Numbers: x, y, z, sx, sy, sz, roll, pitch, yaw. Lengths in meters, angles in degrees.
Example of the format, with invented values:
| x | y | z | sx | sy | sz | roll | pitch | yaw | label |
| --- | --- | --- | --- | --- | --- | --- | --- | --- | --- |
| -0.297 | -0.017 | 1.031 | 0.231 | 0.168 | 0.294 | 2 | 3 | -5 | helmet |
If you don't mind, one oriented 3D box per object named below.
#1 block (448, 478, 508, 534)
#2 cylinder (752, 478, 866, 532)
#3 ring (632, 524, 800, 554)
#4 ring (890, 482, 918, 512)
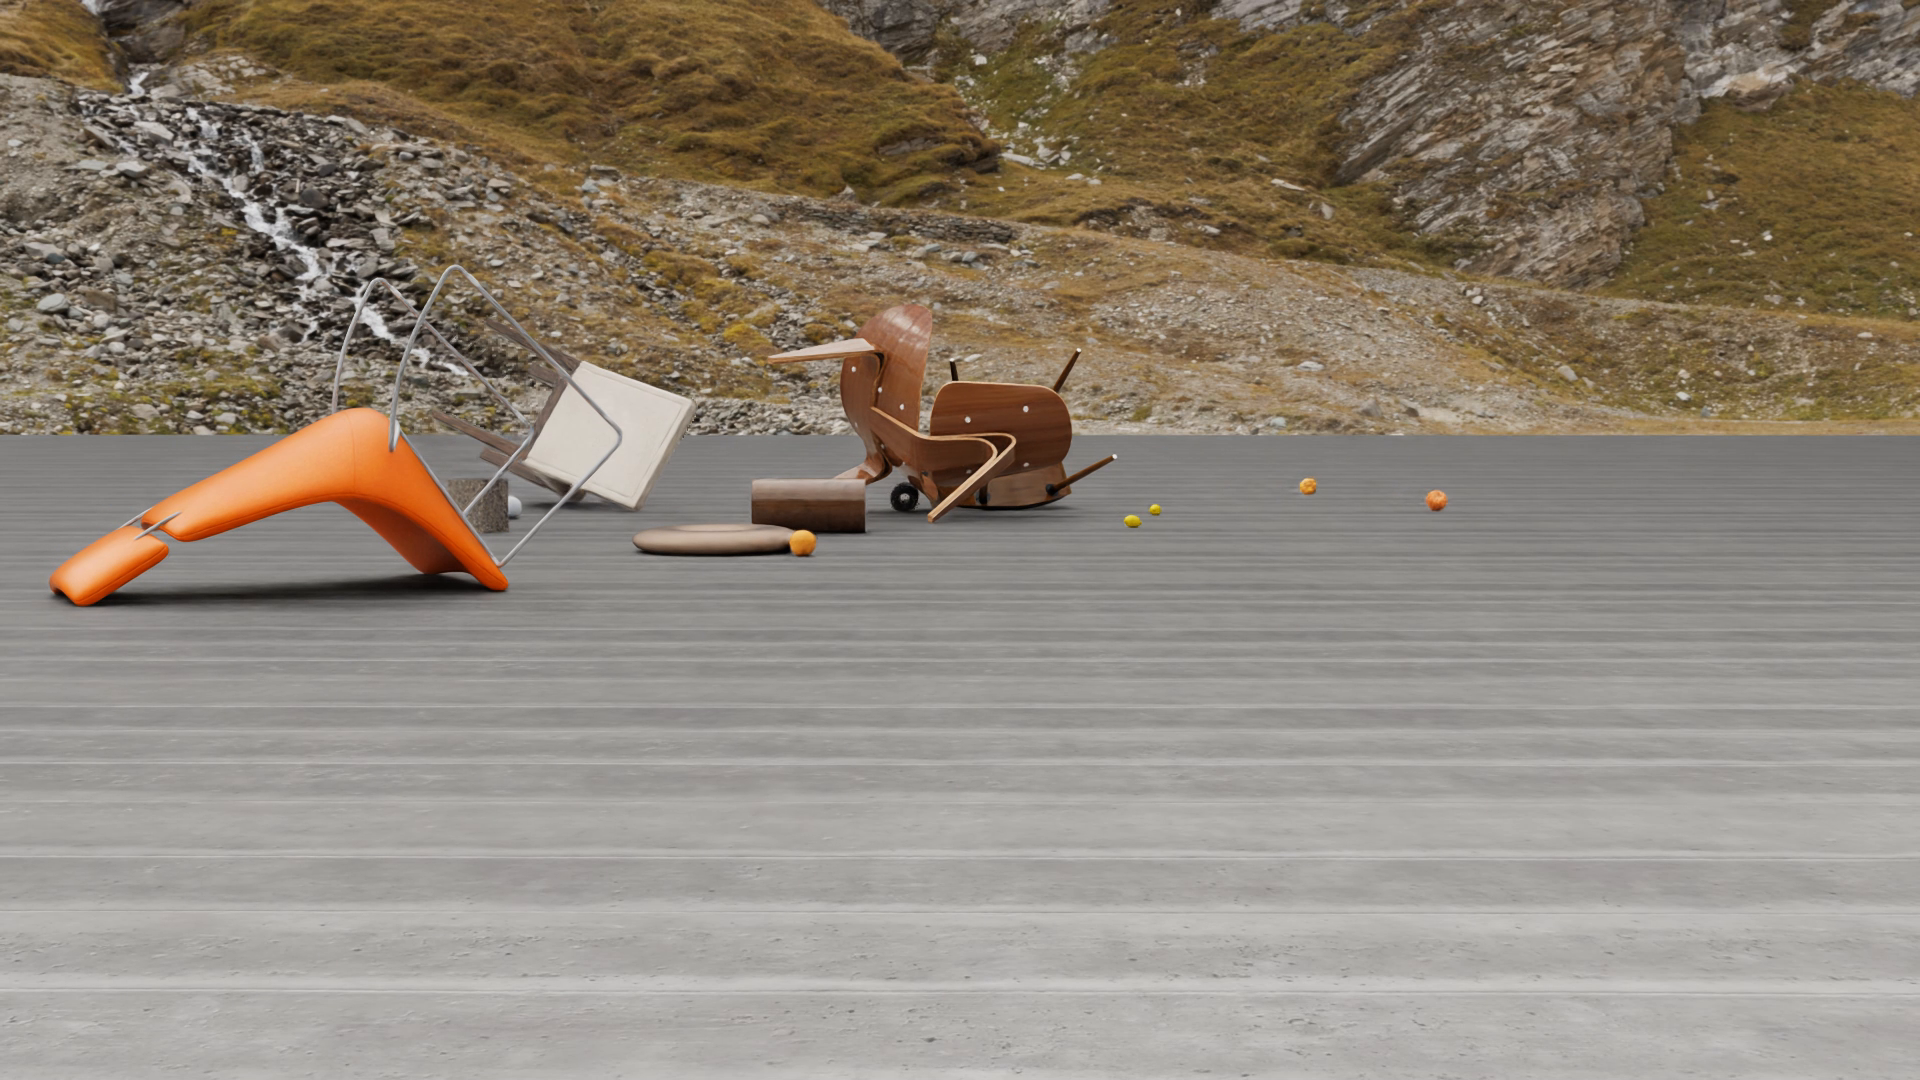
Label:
| x | y | z | sx | sy | sz | roll | pitch | yaw | label |
| --- | --- | --- | --- | --- | --- | --- | --- | --- | --- |
| -1.520 | -0.110 | 6.935 | 0.168 | 0.166 | 0.101 | 3 | 5 | 38 | block |
| -0.473 | -0.108 | 6.886 | 0.352 | 0.170 | 0.167 | 0 | 28 | -3 | cylinder |
| -0.676 | -0.002 | 6.108 | 0.466 | 0.066 | 0.436 | -1 | 4 | -5 | ring |
| -0.204 | -0.158 | 8.091 | 0.102 | 0.111 | 0.082 | 42 | 15 | -12 | ring |
